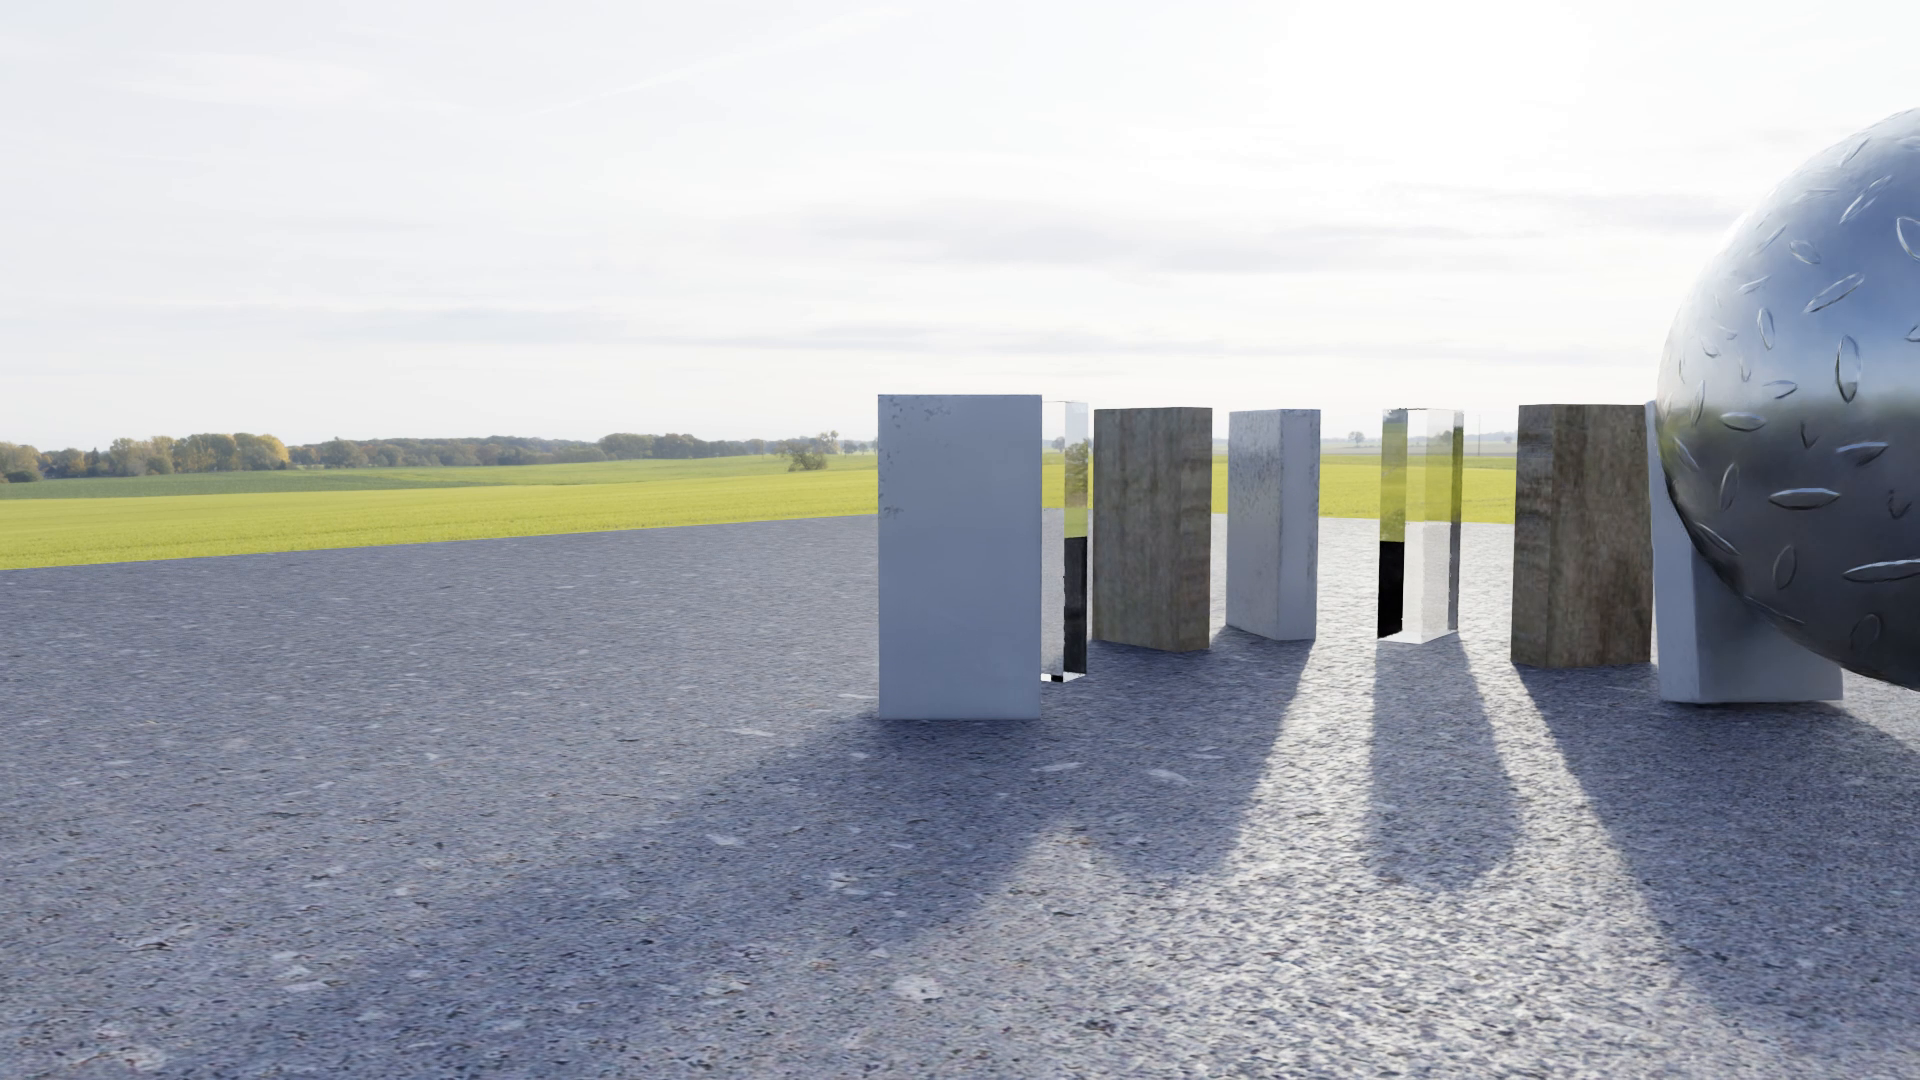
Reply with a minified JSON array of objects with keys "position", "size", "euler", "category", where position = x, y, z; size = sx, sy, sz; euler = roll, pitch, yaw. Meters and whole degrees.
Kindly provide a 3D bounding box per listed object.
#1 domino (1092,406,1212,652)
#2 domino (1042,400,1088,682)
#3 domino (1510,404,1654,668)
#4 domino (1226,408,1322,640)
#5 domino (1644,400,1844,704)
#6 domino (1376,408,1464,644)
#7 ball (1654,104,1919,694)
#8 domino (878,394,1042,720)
[{"position":[0.041,-0.003,0.273],"size":[0.009,0.050,0.025],"euler":[-3,6,-39],"category":"domino"},{"position":[0.010,0.000,0.238],"size":[0.025,0.050,0.010],"euler":[3,5,31],"category":"domino"},{"position":[0.122,-0.001,0.250],"size":[0.025,0.050,0.009],"euler":[-1,4,-17],"category":"domino"},{"position":[0.070,-0.004,0.290],"size":[0.009,0.050,0.025],"euler":[-1,4,-14],"category":"domino"},{"position":[0.129,0.001,0.211],"size":[0.025,0.050,0.009],"euler":[0,-4,-6],"category":"domino"},{"position":[0.102,-0.004,0.284],"size":[0.010,0.050,0.025],"euler":[3,5,38],"category":"domino"},{"position":[0.137,-0.018,0.168],"size":[0.080,0.080,0.080],"euler":[0,4,0],"category":"ball"},{"position":[0.000,0.002,0.201],"size":[0.025,0.050,0.010],"euler":[0,4,0],"category":"domino"}]
